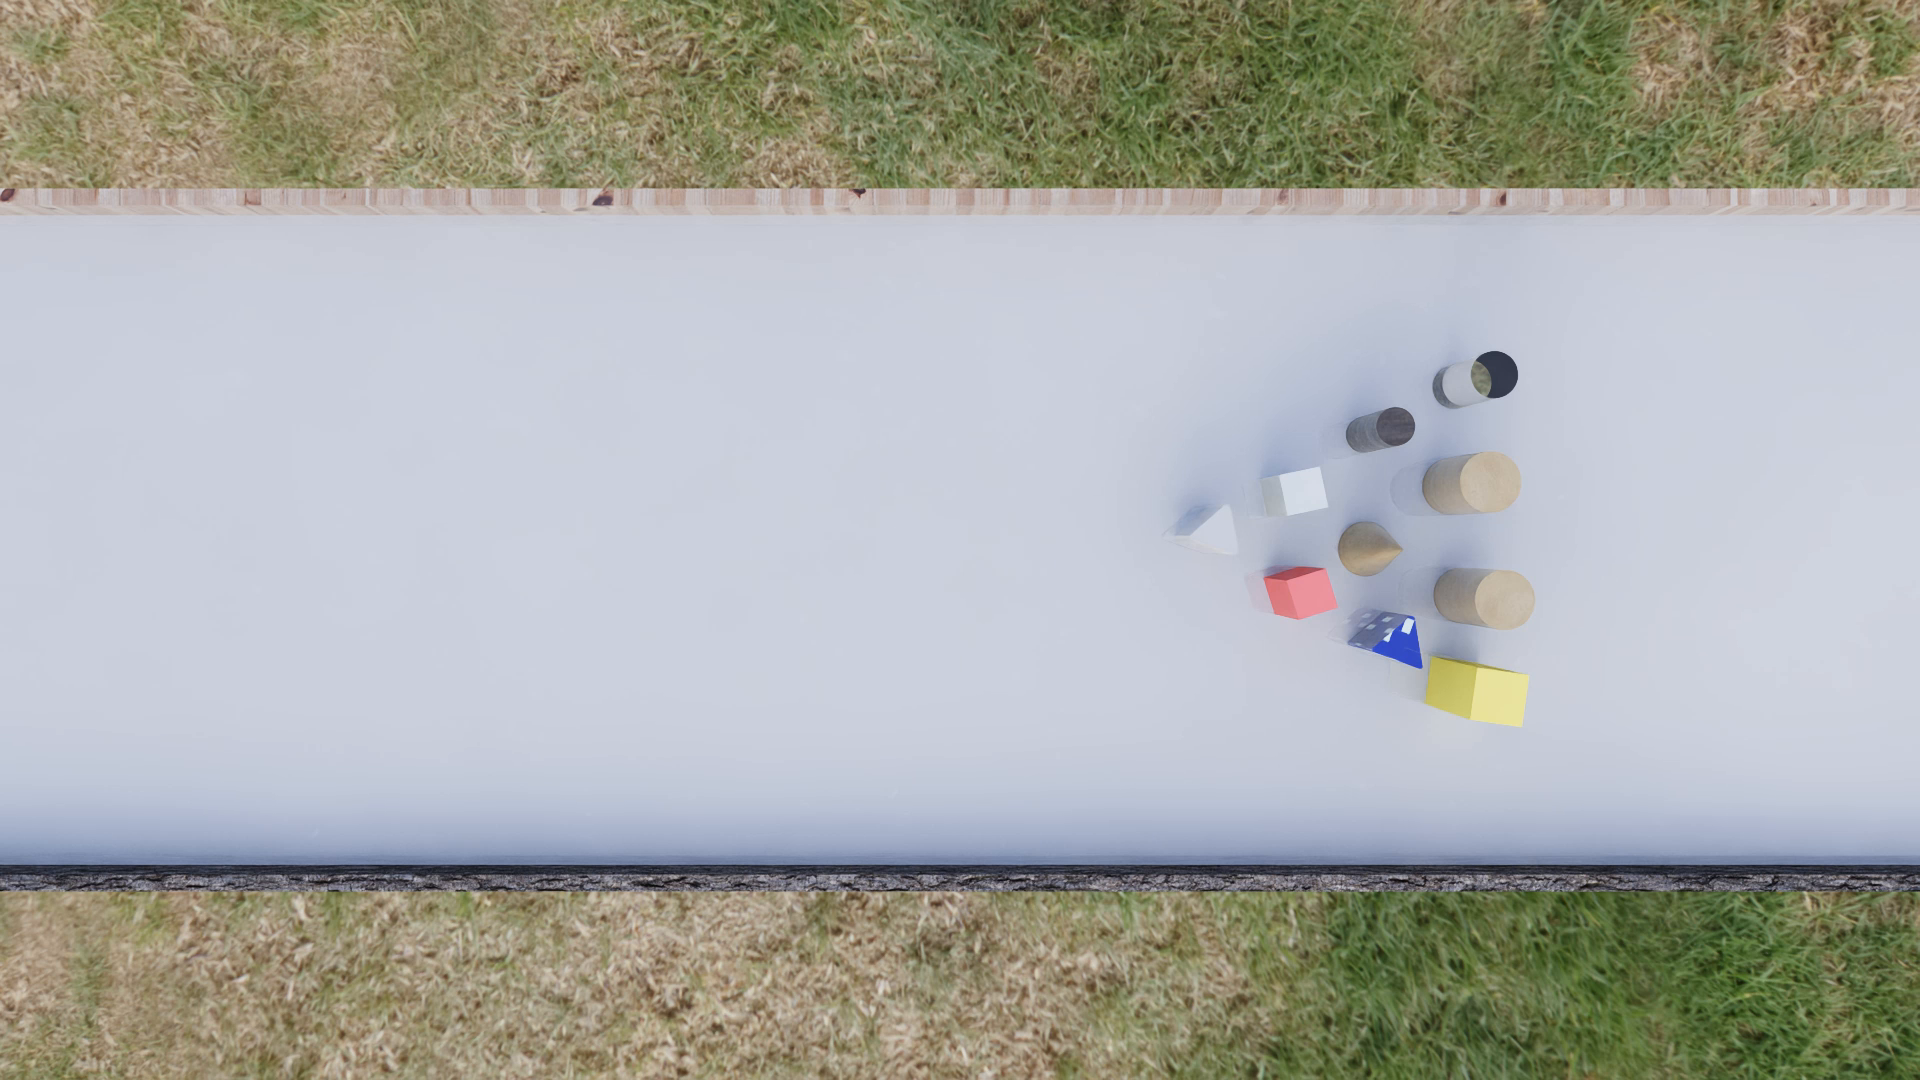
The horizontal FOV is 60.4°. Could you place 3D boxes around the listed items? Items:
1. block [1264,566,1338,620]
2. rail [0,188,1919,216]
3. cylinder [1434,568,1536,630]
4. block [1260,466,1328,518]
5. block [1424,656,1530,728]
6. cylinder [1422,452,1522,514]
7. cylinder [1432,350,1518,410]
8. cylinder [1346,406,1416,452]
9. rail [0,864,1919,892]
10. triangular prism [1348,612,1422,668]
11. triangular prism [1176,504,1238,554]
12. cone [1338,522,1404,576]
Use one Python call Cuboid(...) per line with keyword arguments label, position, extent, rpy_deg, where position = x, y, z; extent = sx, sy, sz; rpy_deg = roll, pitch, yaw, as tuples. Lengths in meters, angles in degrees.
Cuboid(label="block", position=(1.007, 0.155, 4.895), extent=(0.118, 0.364, 0.118), rpy_deg=(-17, 90, 0))
Cuboid(label="rail", position=(-2.247, -1.025, 5.002), extent=(12.000, 0.150, 0.050), rpy_deg=(0, 90, 0))
Cuboid(label="cylinder", position=(1.542, 0.170, 4.871), extent=(0.171, 0.411, 0.171), rpy_deg=(0, 90, 0))
Cuboid(label="block", position=(0.993, -0.141, 4.921), extent=(0.120, 0.312, 0.120), rpy_deg=(-12, 90, 0))
Cuboid(label="block", position=(1.514, 0.442, 4.851), extent=(0.148, 0.450, 0.148), rpy_deg=(8, 90, 0))
Cuboid(label="cylinder", position=(1.511, -0.165, 4.886), extent=(0.176, 0.381, 0.176), rpy_deg=(0, 90, 0))
Cuboid(label="cylinder", position=(1.522, -0.471, 4.886), extent=(0.136, 0.381, 0.136), rpy_deg=(0, 90, 0))
Cuboid(label="cylinder", position=(1.243, -0.324, 4.890), extent=(0.111, 0.374, 0.111), rpy_deg=(0, 90, 0))
Cuboid(label="rail", position=(-2.247, 1.025, 5.001), extent=(12.000, 0.150, 0.050), rpy_deg=(0, 90, 0))
Cuboid(label="triangular prism", position=(1.287, 0.283, 4.924), extent=(0.154, 0.305, 0.133), rpy_deg=(20, 90, 0))
Cuboid(label="triangular prism", position=(0.751, -0.045, 4.911), extent=(0.147, 0.330, 0.127), rpy_deg=(19, 90, 0))
Cuboid(label="cone", position=(1.249, 0.027, 4.859), extent=(0.170, 0.436, 0.170), rpy_deg=(0, 90, 0))
